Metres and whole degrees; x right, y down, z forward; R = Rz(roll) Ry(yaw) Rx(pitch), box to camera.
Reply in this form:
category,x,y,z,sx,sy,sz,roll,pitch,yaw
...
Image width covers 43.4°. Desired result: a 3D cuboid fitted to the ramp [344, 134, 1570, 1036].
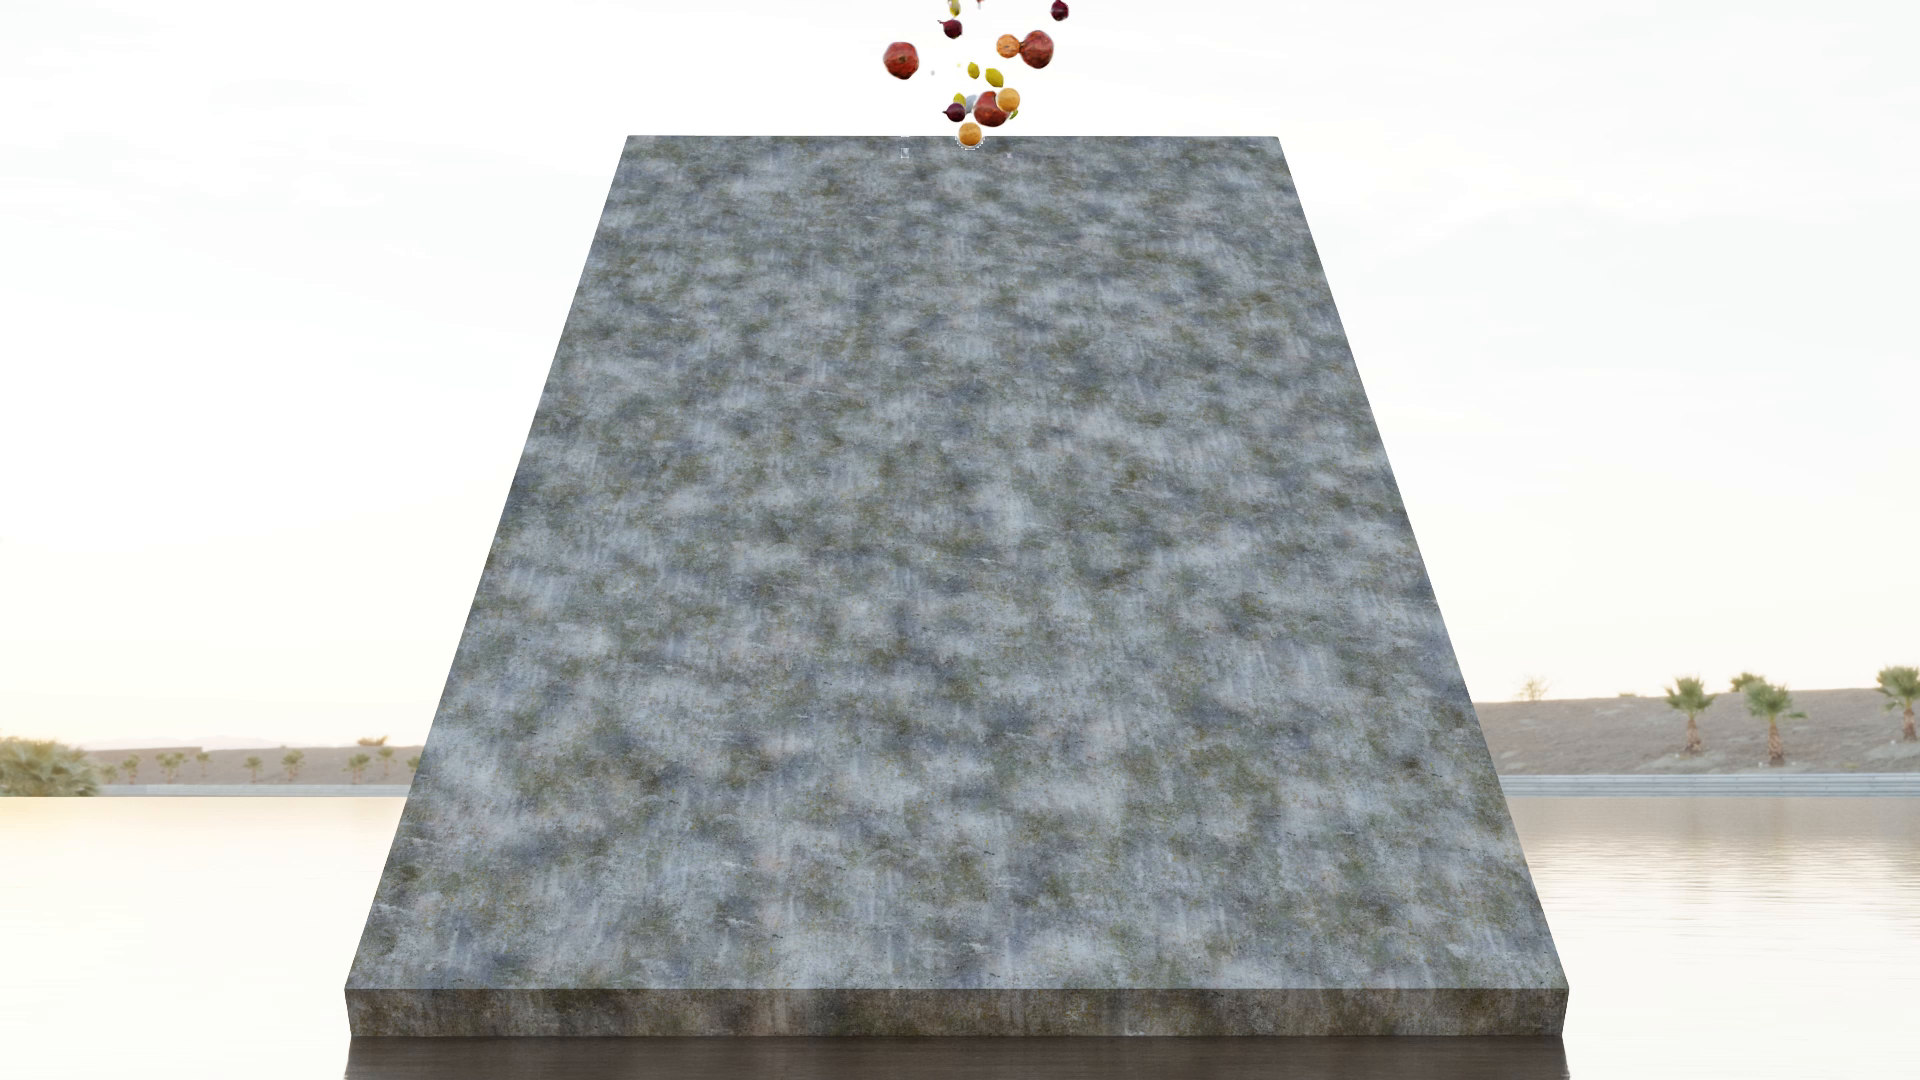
category,x,y,z,sx,sy,sz,roll,pitch,yaw
ramp,-0.013,-0.213,5.693,2.000,0.100,4.000,0,30,0

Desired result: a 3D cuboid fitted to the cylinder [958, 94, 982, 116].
category,x,y,z,sx,sy,sz,roll,pitch,yaw
cylinder,0.030,-1.301,7.196,0.053,0.053,0.053,-14,-12,28
